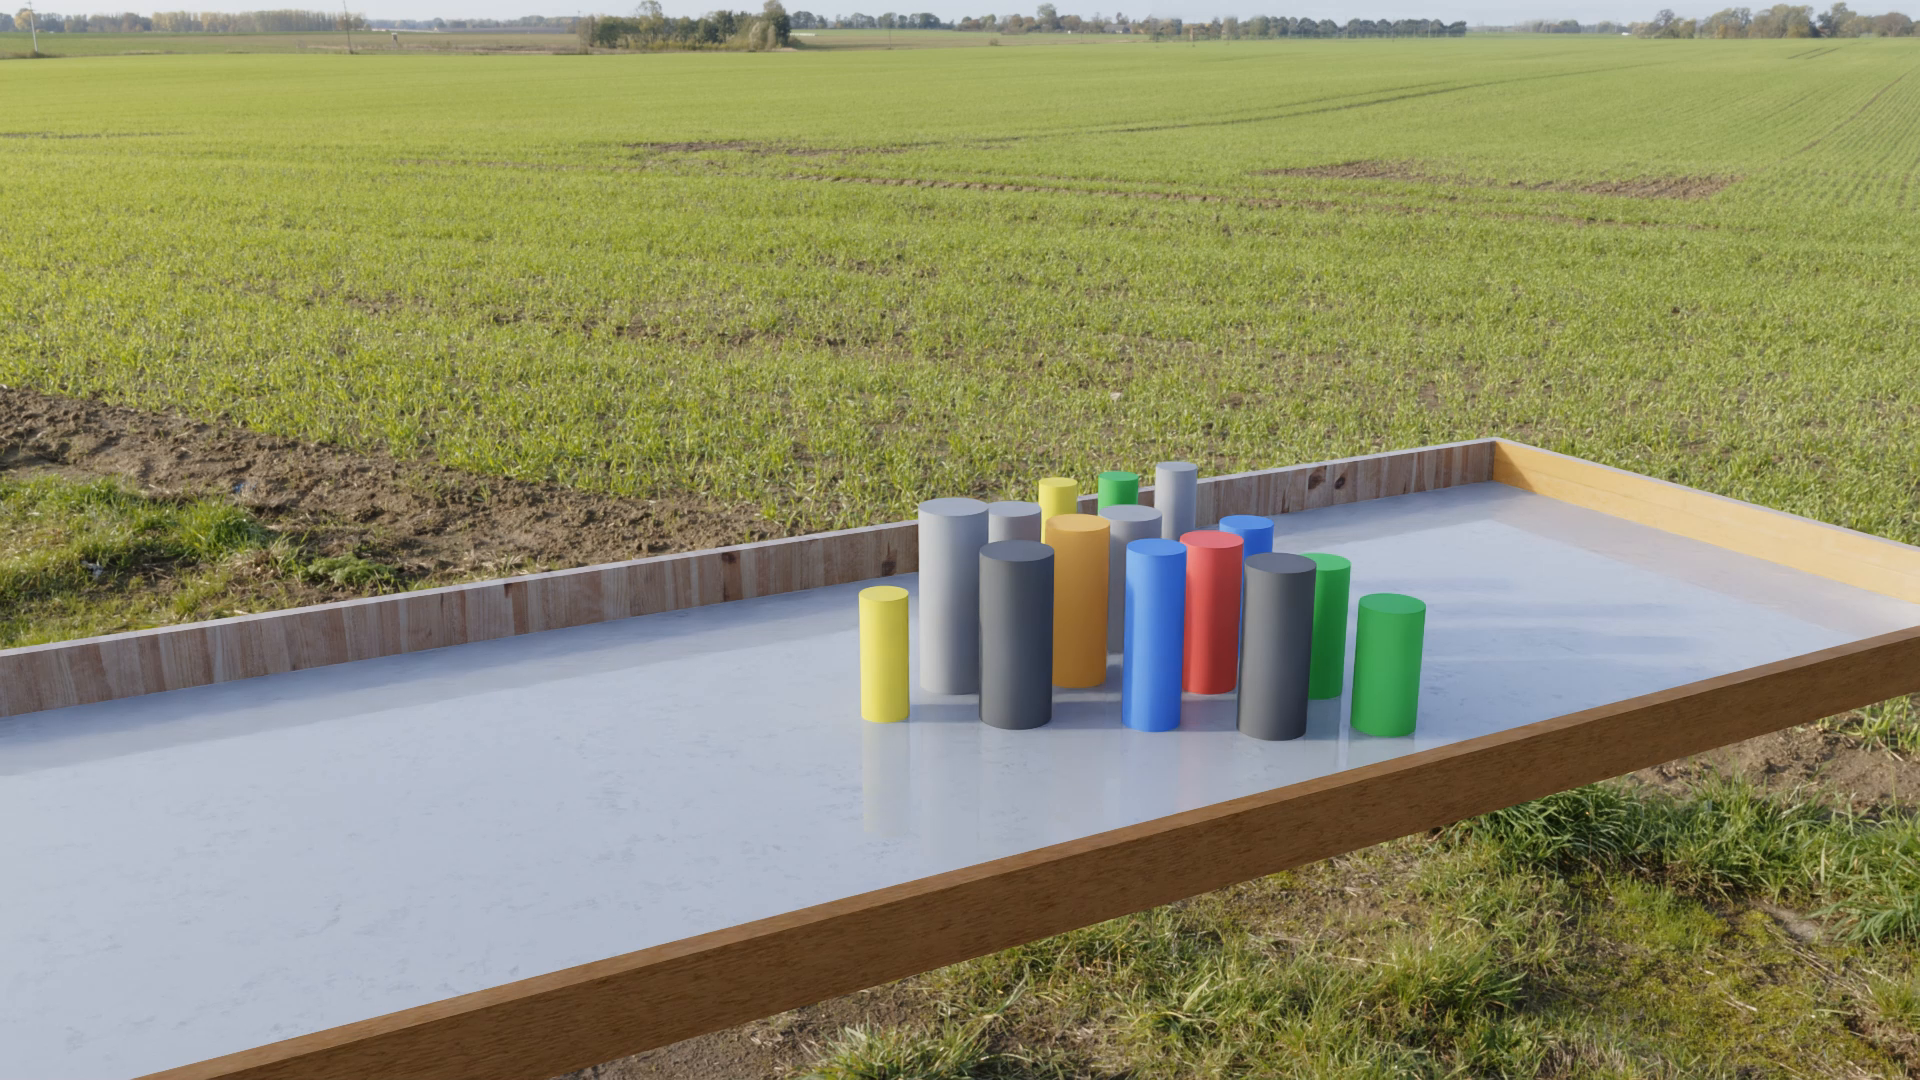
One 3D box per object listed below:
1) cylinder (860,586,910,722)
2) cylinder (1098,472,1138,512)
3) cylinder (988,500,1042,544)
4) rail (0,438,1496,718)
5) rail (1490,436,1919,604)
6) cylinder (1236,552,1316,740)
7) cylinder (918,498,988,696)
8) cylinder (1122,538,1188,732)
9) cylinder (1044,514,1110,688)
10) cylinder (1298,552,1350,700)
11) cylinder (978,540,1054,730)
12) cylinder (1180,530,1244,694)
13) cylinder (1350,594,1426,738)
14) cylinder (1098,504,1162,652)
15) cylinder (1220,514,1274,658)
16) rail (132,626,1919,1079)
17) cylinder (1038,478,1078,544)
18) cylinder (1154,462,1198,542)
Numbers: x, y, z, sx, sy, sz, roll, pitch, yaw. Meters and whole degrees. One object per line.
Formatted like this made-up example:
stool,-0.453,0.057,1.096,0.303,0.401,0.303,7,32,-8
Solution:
cylinder,-0.178,0.270,3.900,0.115,0.302,0.115,0,16,0
cylinder,0.459,-0.021,4.818,0.116,0.343,0.116,0,16,0
cylinder,0.135,0.100,4.344,0.157,0.379,0.157,0,16,0
rail,-3.305,0.497,3.399,12.000,0.150,0.050,-9,18,-27
rail,2.466,-0.048,5.253,0.050,0.150,2.100,-9,18,-27
cylinder,0.728,0.245,3.805,0.162,0.403,0.162,0,16,0
cylinder,-0.016,0.138,4.074,0.171,0.457,0.171,0,16,0
cylinder,0.451,0.222,3.840,0.138,0.429,0.138,0,16,0
cylinder,0.290,0.151,4.120,0.160,0.406,0.160,0,16,0
cylinder,0.876,0.211,4.051,0.145,0.331,0.145,0,16,0
cylinder,0.132,0.222,3.872,0.174,0.411,0.174,0,16,0
cylinder,0.615,0.178,4.082,0.154,0.376,0.154,0,16,0
cylinder,0.994,0.290,3.837,0.150,0.300,0.150,0,16,0
cylinder,0.446,0.101,4.371,0.167,0.360,0.167,0,16,0
cylinder,0.742,0.122,4.317,0.138,0.351,0.138,0,16,0
rail,-2.336,1.006,1.665,12.000,0.150,0.050,-9,18,-27
cylinder,0.271,0.023,4.597,0.106,0.382,0.106,0,16,0
cylinder,0.592,0.005,4.570,0.114,0.433,0.114,0,16,0
